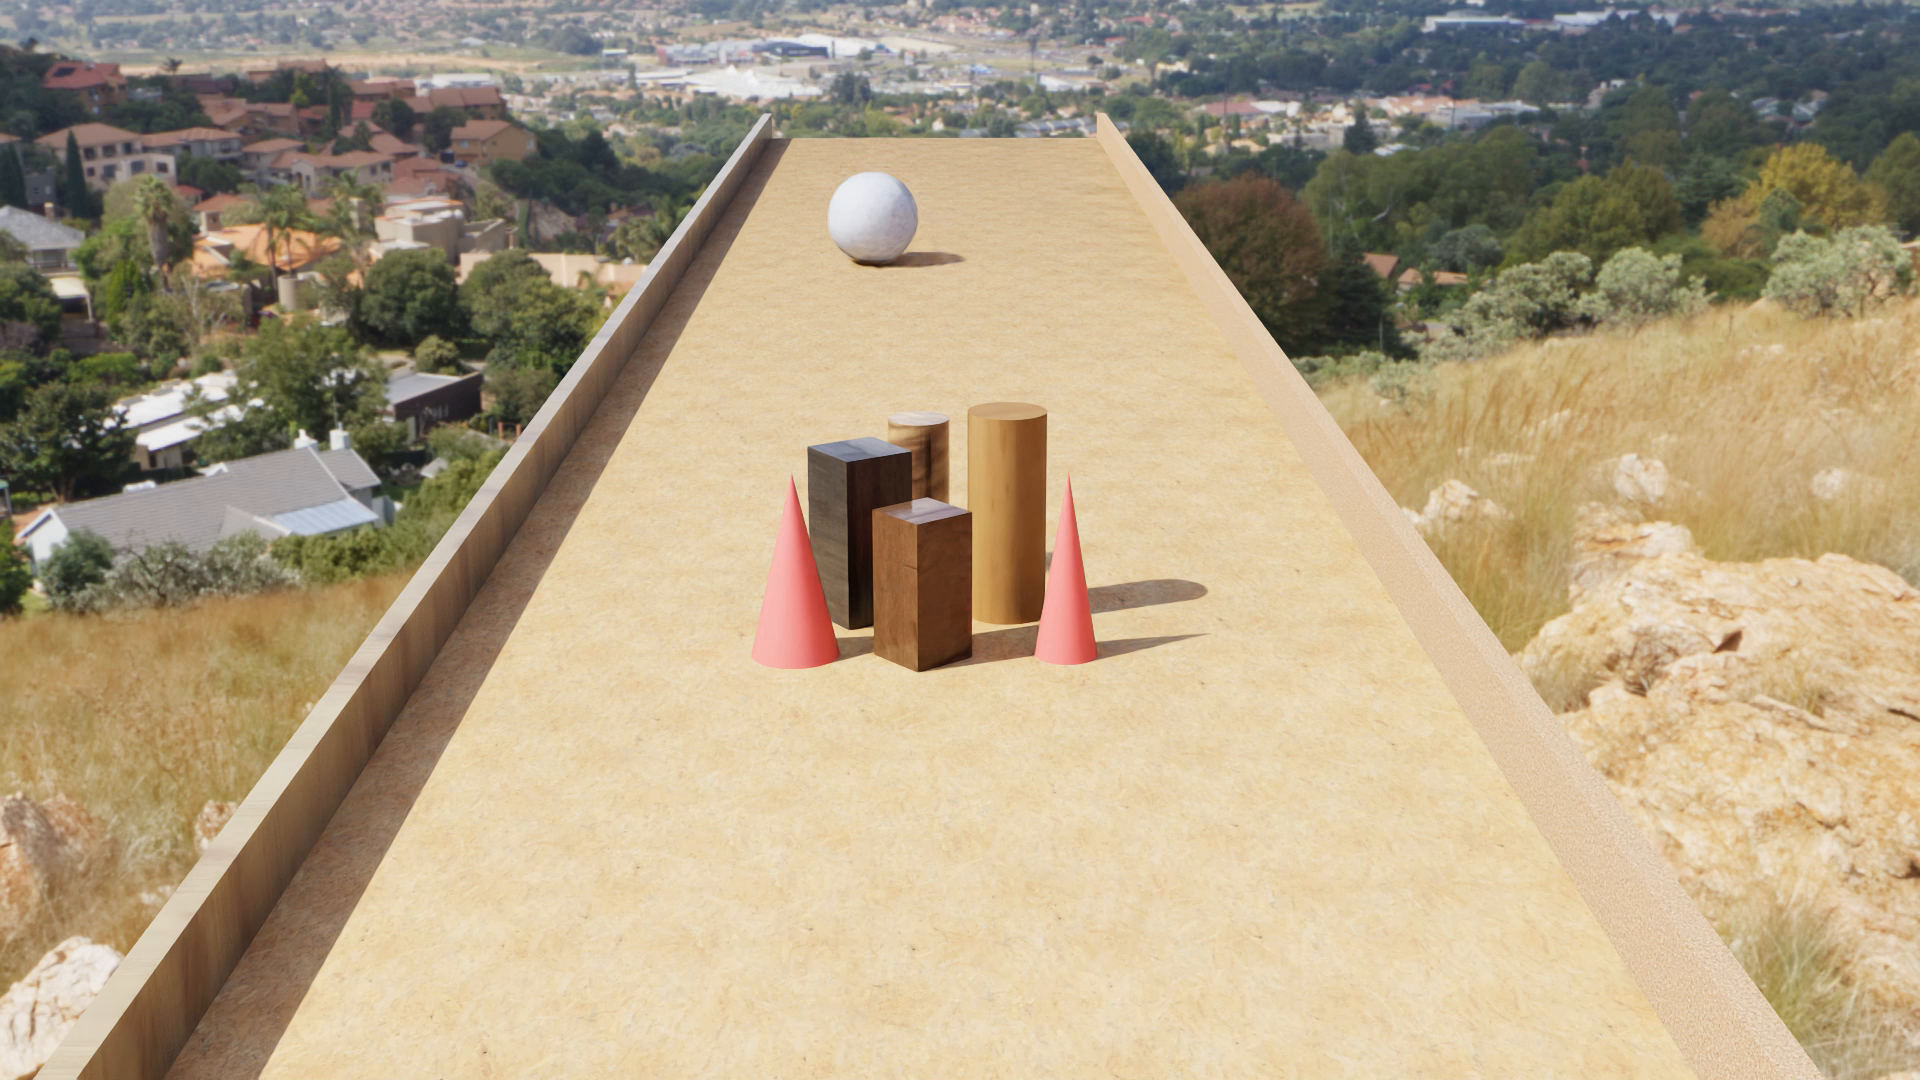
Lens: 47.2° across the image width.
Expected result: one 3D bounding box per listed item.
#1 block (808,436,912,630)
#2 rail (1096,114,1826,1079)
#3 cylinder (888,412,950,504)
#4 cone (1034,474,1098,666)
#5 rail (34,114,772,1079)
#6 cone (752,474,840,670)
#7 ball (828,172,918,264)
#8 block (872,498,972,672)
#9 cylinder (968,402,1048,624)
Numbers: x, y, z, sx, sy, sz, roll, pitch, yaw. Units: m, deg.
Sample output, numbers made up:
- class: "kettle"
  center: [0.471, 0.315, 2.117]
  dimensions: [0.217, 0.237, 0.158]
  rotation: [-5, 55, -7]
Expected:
- class: "block"
  center: [-0.210, -0.016, 4.645]
  dimensions: [0.159, 0.363, 0.159]
  rotation: [-11, 20, -32]
- class: "rail"
  center: [0.932, -0.844, 7.801]
  dimensions: [0.050, 0.150, 12.000]
  rotation: [0, 17, -1]
- class: "cylinder"
  center: [-0.091, -0.092, 4.891]
  dimensions: [0.136, 0.367, 0.136]
  rotation: [0, 17, 0]
- class: "cone"
  center: [0.214, 0.047, 4.394]
  dimensions: [0.128, 0.384, 0.128]
  rotation: [0, 17, 0]
- class: "rail"
  center: [-1.118, -0.838, 7.780]
  dimensions: [0.050, 0.150, 12.000]
  rotation: [0, 17, -1]
- class: "cone"
  center: [-0.333, 0.048, 4.396]
  dimensions: [0.180, 0.381, 0.180]
  rotation: [0, 17, 0]
- class: "ball"
  center: [-0.358, -1.325, 9.026]
  dimensions: [0.374, 0.374, 0.374]
  rotation: [0, 17, 0]
- class: "block"
  center: [-0.075, 0.088, 4.396]
  dimensions: [0.141, 0.305, 0.141]
  rotation: [-13, 21, -38]
- class: "cylinder"
  center: [0.099, -0.057, 4.643]
  dimensions: [0.166, 0.442, 0.166]
  rotation: [0, 17, 0]
